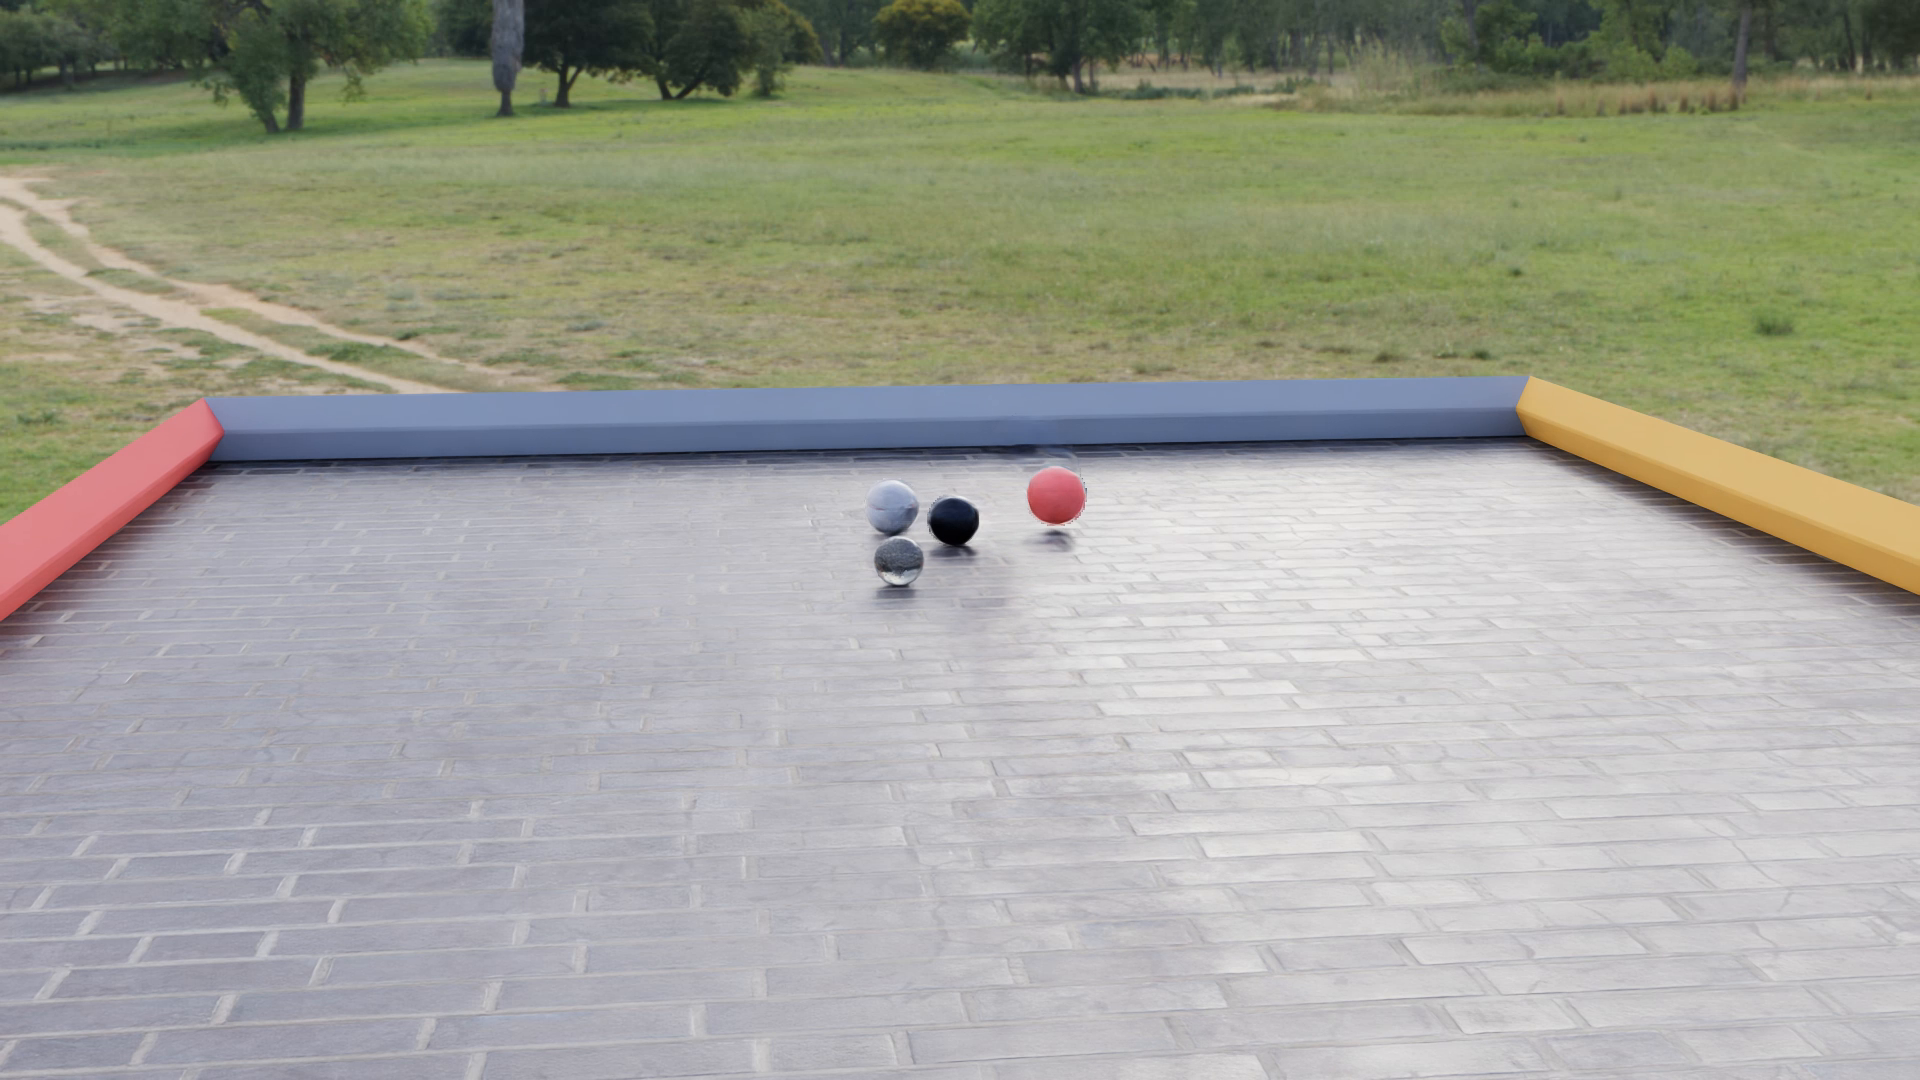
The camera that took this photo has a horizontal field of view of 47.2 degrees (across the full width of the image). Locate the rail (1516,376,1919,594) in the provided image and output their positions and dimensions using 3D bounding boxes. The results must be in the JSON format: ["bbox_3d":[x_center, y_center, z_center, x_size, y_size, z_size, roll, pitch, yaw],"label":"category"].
[{"bbox_3d":[1.401,0.168,2.299,0.045,0.119,4.433,-1,12,-7],"label":"rail"}]

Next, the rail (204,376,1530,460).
[{"bbox_3d":[-0.133,-0.236,4.278,2.598,0.119,0.045,-1,12,-7],"label":"rail"}]

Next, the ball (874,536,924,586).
[{"bbox_3d":[-0.086,0.029,3.103,0.071,0.071,0.071,0,12,0],"label":"ball"}]

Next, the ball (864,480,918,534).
[{"bbox_3d":[-0.108,-0.051,3.459,0.086,0.086,0.086,0,12,0],"label":"ball"}]

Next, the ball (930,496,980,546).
[{"bbox_3d":[-0.008,-0.030,3.376,0.078,0.078,0.078,0,12,0],"label":"ball"}]

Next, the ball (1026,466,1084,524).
[{"bbox_3d":[0.152,-0.071,3.492,0.092,0.092,0.092,0,12,0],"label":"ball"}]

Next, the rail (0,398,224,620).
[{"bbox_3d":[-1.131,0.230,1.993,0.045,0.119,4.433,-1,12,-7],"label":"rail"}]
